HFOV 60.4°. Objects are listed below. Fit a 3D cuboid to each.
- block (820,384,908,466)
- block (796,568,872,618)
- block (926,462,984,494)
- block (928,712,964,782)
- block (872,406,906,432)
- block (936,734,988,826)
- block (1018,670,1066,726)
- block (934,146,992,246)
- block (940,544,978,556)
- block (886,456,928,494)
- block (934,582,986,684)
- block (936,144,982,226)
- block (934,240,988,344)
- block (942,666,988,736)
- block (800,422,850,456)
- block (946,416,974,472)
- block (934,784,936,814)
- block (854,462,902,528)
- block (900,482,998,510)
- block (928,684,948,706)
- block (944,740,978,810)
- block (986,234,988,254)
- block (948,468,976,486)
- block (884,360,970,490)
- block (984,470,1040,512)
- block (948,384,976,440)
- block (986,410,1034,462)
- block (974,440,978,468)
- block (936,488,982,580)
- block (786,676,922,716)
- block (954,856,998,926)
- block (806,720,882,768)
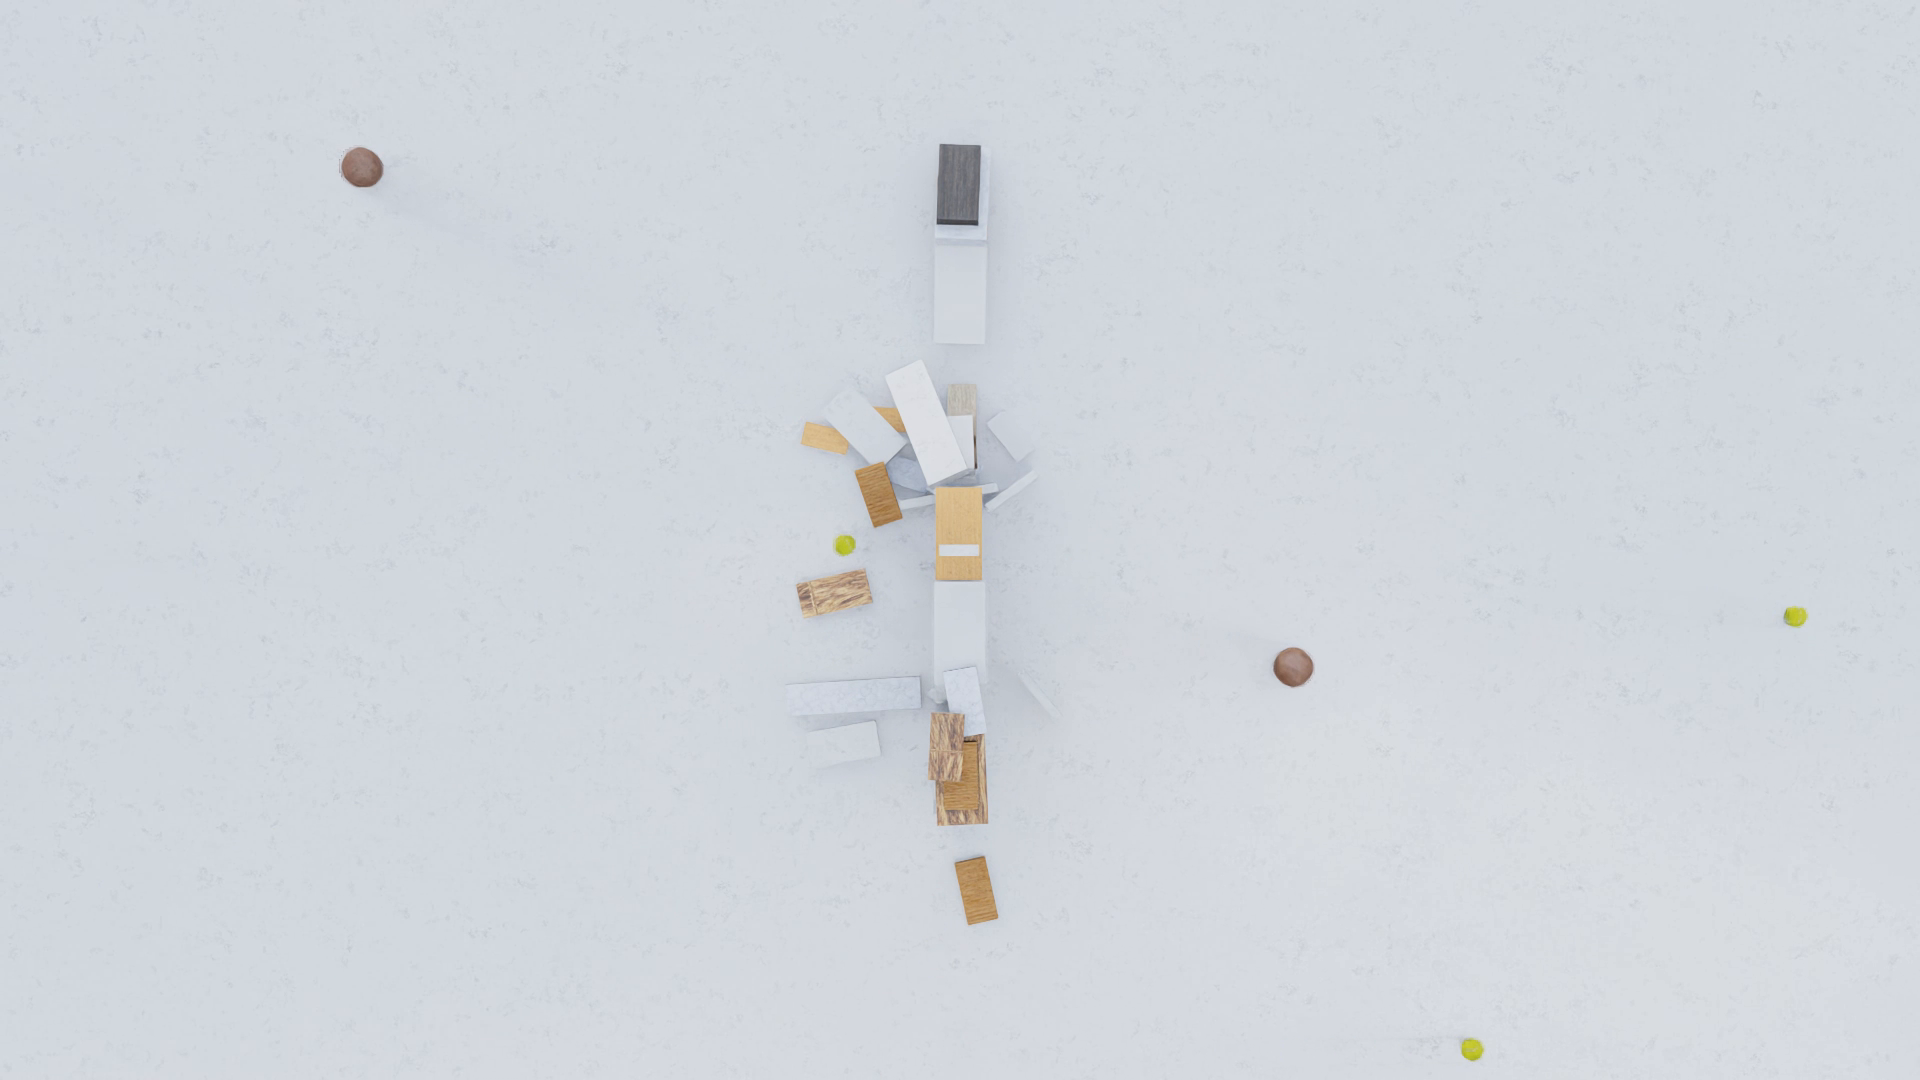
[{"bbox_3d":[-0.317,-0.371,5.457,0.136,0.039,0.273,-45,89,0],"label":"block"},{"bbox_3d":[-0.417,0.177,5.483,0.235,0.033,0.117,-13,90,0],"label":"block"},{"bbox_3d":[-0.018,-0.208,5.424,0.091,0.026,0.182,30,56,31],"label":"block"},{"bbox_3d":[-0.042,0.638,5.090,0.104,0.029,0.208,3,90,1],"label":"block"},{"bbox_3d":[-0.255,-0.402,5.489,0.155,0.022,0.077,4,90,0],"label":"block"},{"bbox_3d":[0.002,0.727,5.157,0.160,0.045,0.320,-3,90,0],"label":"block"},{"bbox_3d":[0.269,0.518,5.448,0.029,0.104,0.208,-40,90,0],"label":"block"},{"bbox_3d":[0.010,-1.129,5.406,0.169,0.048,0.338,3,73,1],"label":"block"},{"bbox_3d":[-0.003,0.031,5.035,0.117,0.267,0.033,0,90,0],"label":"block"},{"bbox_3d":[-0.184,-0.225,5.487,0.182,0.026,0.091,19,90,0],"label":"block"},{"bbox_3d":[-0.001,0.289,5.159,0.159,0.045,0.319,0,90,0],"label":"block"},{"bbox_3d":[-0.004,-1.157,5.370,0.136,0.039,0.273,2,73,0],"label":"block"},{"bbox_3d":[0.001,-0.818,5.434,0.169,0.048,0.338,1,98,0],"label":"block"},{"bbox_3d":[0.016,0.503,5.120,0.104,0.029,0.208,-10,89,0],"label":"block"},{"bbox_3d":[-0.446,-0.338,5.489,0.155,0.022,0.077,14,90,0],"label":"block"},{"bbox_3d":[-0.003,-0.313,5.377,0.095,0.027,0.191,-3,68,2],"label":"block"},{"bbox_3d":[-0.004,0.837,5.340,0.160,0.320,0.045,0,90,0],"label":"block"},{"bbox_3d":[-0.269,-0.150,5.449,0.101,0.029,0.202,-18,112,0],"label":"block"},{"bbox_3d":[-0.037,-0.148,5.449,0.326,0.101,0.029,-11,94,0],"label":"block"},{"bbox_3d":[-0.048,0.493,5.476,0.112,0.016,0.056,-40,90,0],"label":"block"},{"bbox_3d":[0.001,0.731,5.119,0.104,0.029,0.208,-1,90,0],"label":"block"},{"bbox_3d":[0.006,-1.029,5.476,0.169,0.048,0.337,1,90,0],"label":"block"},{"bbox_3d":[0.003,-0.258,5.429,0.091,0.026,0.182,-4,48,0],"label":"block"},{"bbox_3d":[-0.109,-0.380,5.384,0.136,0.039,0.440,-24,65,5],"label":"block"},{"bbox_3d":[0.172,-0.163,5.450,0.202,0.101,0.029,-36,90,0],"label":"block"},{"bbox_3d":[0.007,-0.424,5.450,0.095,0.027,0.191,-1,68,2],"label":"block"},{"bbox_3d":[0.168,-0.347,5.489,0.077,0.022,0.165,-39,90,0],"label":"block"},{"bbox_3d":[0.006,-0.315,5.432,0.095,0.027,0.191,-3,54,1],"label":"block"},{"bbox_3d":[-0.004,-0.020,5.189,0.145,0.041,0.291,0,90,0],"label":"block"},{"bbox_3d":[-0.353,0.519,5.485,0.446,0.029,0.104,-4,90,0],"label":"block"},{"bbox_3d":[0.055,1.166,5.485,0.104,0.029,0.208,-13,90,0],"label":"block"},{"bbox_3d":[-0.387,0.677,5.483,0.235,0.033,0.117,-10,90,0],"label":"block"}]
